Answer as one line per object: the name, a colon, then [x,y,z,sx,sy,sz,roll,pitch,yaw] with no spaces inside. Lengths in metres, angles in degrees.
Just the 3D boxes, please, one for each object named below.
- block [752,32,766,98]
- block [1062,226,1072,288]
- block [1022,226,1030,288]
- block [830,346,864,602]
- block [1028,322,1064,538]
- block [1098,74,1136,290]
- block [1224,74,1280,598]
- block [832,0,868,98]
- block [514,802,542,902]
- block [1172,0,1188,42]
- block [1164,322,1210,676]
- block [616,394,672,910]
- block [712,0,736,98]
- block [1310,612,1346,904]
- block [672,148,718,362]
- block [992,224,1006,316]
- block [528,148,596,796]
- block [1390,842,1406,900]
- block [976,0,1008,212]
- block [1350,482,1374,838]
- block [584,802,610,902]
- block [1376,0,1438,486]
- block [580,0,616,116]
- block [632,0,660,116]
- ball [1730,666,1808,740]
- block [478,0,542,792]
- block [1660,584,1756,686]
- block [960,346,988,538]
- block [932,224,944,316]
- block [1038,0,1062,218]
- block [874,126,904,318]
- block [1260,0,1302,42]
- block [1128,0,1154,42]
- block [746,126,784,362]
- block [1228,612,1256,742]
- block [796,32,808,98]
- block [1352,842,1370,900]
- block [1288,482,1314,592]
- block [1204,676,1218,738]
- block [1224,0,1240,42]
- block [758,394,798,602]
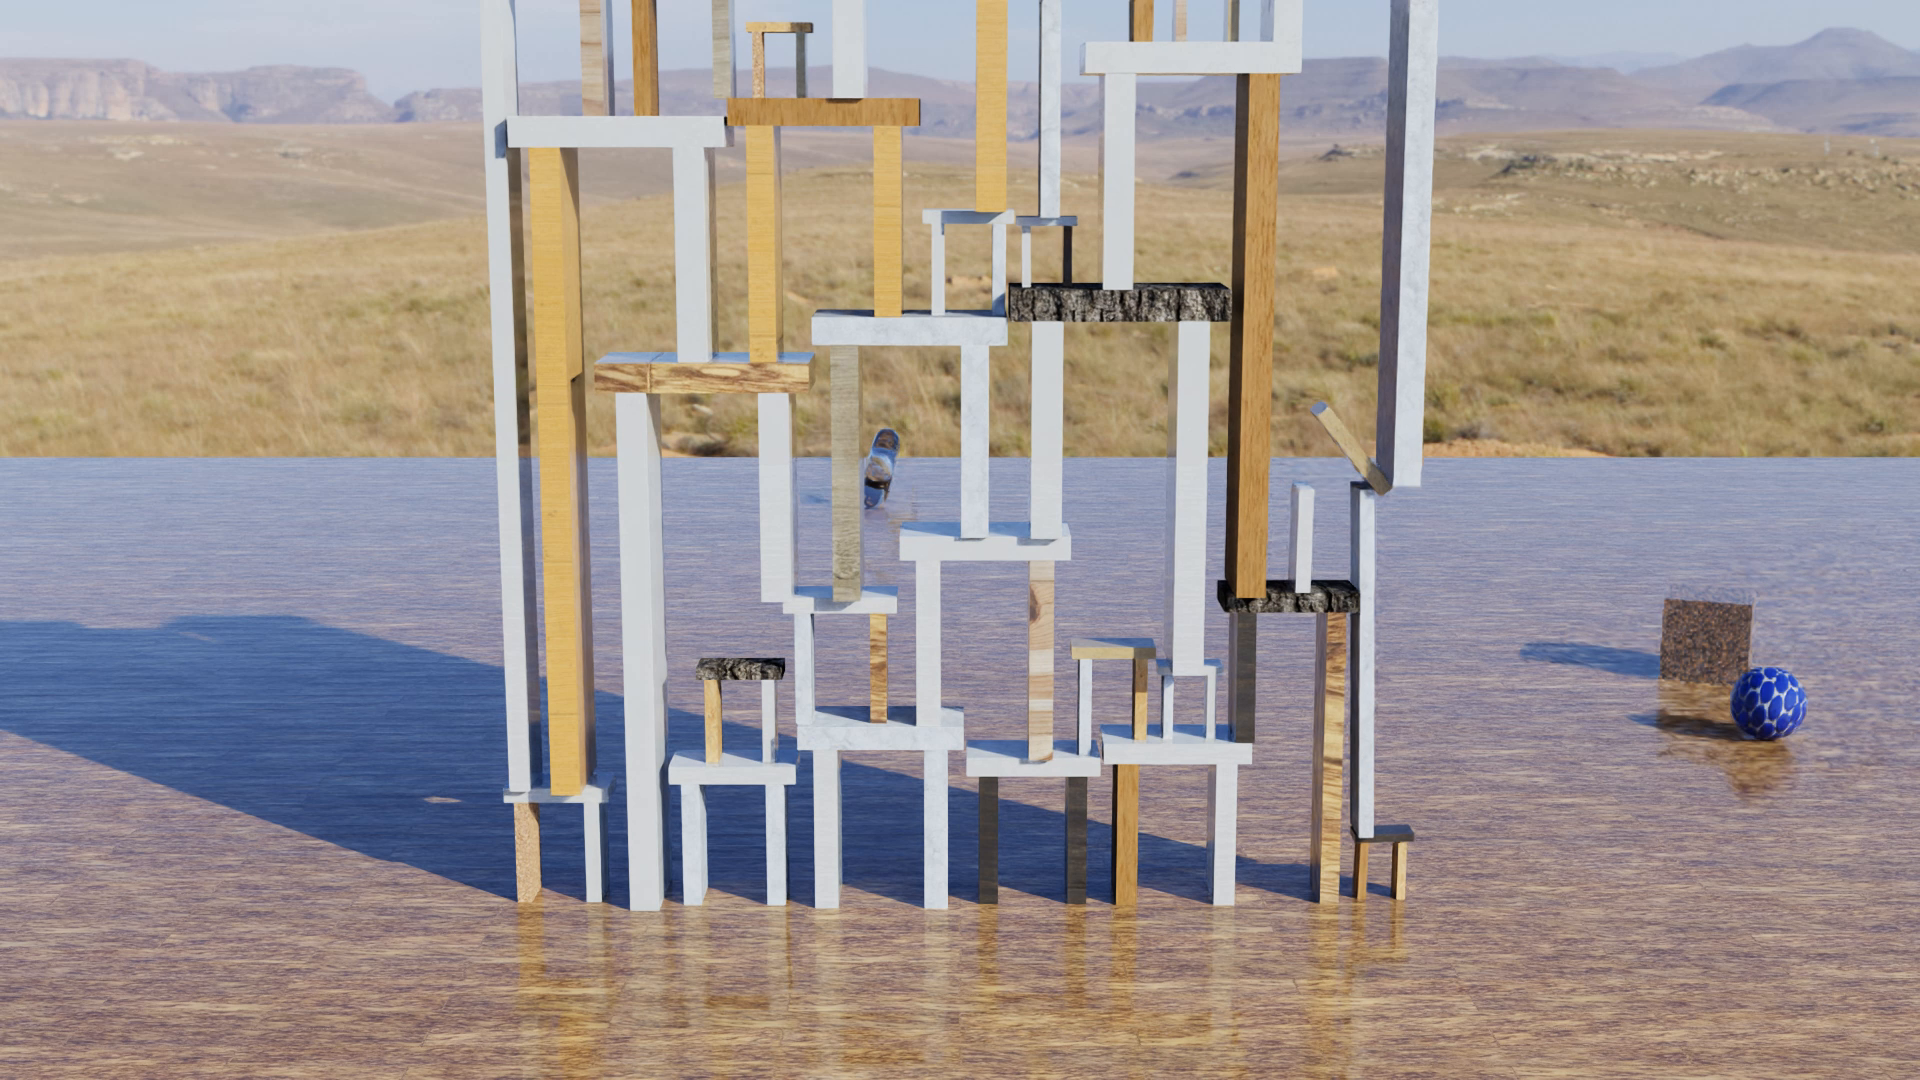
block: [-0.313,-0.739,3.422,0.014,0.101,0.050,0,11,0]
block: [0.169,-0.449,3.478,0.014,0.096,0.048,0,11,0]
block: [0.104,-0.449,3.478,0.014,0.096,0.048,0,11,1]
block: [-0.180,-0.117,3.538,0.043,0.408,0.153,0,11,0]
block: [0.136,-0.186,3.527,0.049,0.343,0.171,0,11,0]
block: [0.245,-0.563,3.454,0.047,0.329,0.164,0,11,0]
block: [0.463,-0.324,3.499,0.047,0.816,0.164,0,11,0]
block: [-0.169,-0.850,3.400,0.046,0.328,0.164,0,11,0]
block: [-0.718,0.506,3.654,0.024,0.171,0.086,0,11,0]
block: [0.341,-0.830,3.407,0.017,0.121,0.060,0,11,0]
block: [0.364,-0.077,3.546,0.049,0.565,0.171,0,11,0]
block: [-0.514,0.173,3.592,0.047,0.849,0.167,0,11,0]
block: [-0.366,-0.780,3.415,0.026,0.184,0.092,0,11,0]
block: [0.607,0.348,3.627,0.031,0.491,0.108,0,11,0]
block: [-0.417,-0.454,3.477,0.047,0.330,0.165,0,11,0]
block: [0.061,-0.430,3.479,0.020,0.143,0.072,0,11,0]
block: [-0.637,-0.109,3.541,0.047,1.031,0.165,0,11,0]
block: [0.730,0.543,3.657,0.014,0.097,0.049,0,11,0]
block: [0.048,-0.765,3.415,0.046,0.499,0.164,0,11,0]
block: [0.657,0.197,3.594,0.024,0.578,0.084,-2,11,0]
block: [-0.604,0.506,3.654,0.024,0.171,0.086,0,11,0]
block: [0.704,-0.579,3.452,0.043,0.978,0.153,0,11,0]
block: [-0.563,-0.774,3.413,0.032,0.229,0.114,0,11,0]
block: [-0.489,-0.766,3.418,0.026,0.212,0.092,0,11,0]
ball: [1.688,0.340,4.593,0.154,0.154,0.154,0,11,0]
block: [-0.716,-0.244,3.511,0.032,1.306,0.114,0,11,0]
block: [1.746,0.221,5.132,0.192,0.192,0.192,4,11,22]
block: [0.023,-0.167,3.529,0.043,0.305,0.153,0,10,0]
block: [-0.034,-0.430,3.480,0.020,0.143,0.072,0,11,0]
block: [0.140,-0.742,3.418,0.030,0.474,0.104,0,11,0]
block: [-0.112,-0.504,3.468,0.042,0.293,0.147,0,11,0]
block: [0.497,-0.921,3.386,0.043,0.307,0.153,0,11,0]
block: [0.280,-0.873,3.394,0.030,0.209,0.104,0,11,0]
block: [-0.307,-0.470,3.475,0.042,0.363,0.147,0,11,0]
block: [0.462,0.213,3.603,0.031,0.217,0.108,-1,10,0]
block: [-0.246,-0.739,3.422,0.014,0.101,0.050,0,11,0]
block: [0.666,0.543,3.657,0.014,0.097,0.049,1,11,0]
block: [0.551,-0.005,3.556,0.024,0.167,0.084,1,11,0]
block: [0.411,0.267,3.612,0.015,0.106,0.053,0,11,0]
block: [0.421,-0.830,3.406,0.017,0.121,0.060,0,11,0]
block: [-0.292,-0.080,3.545,0.047,0.334,0.167,0,10,0]
